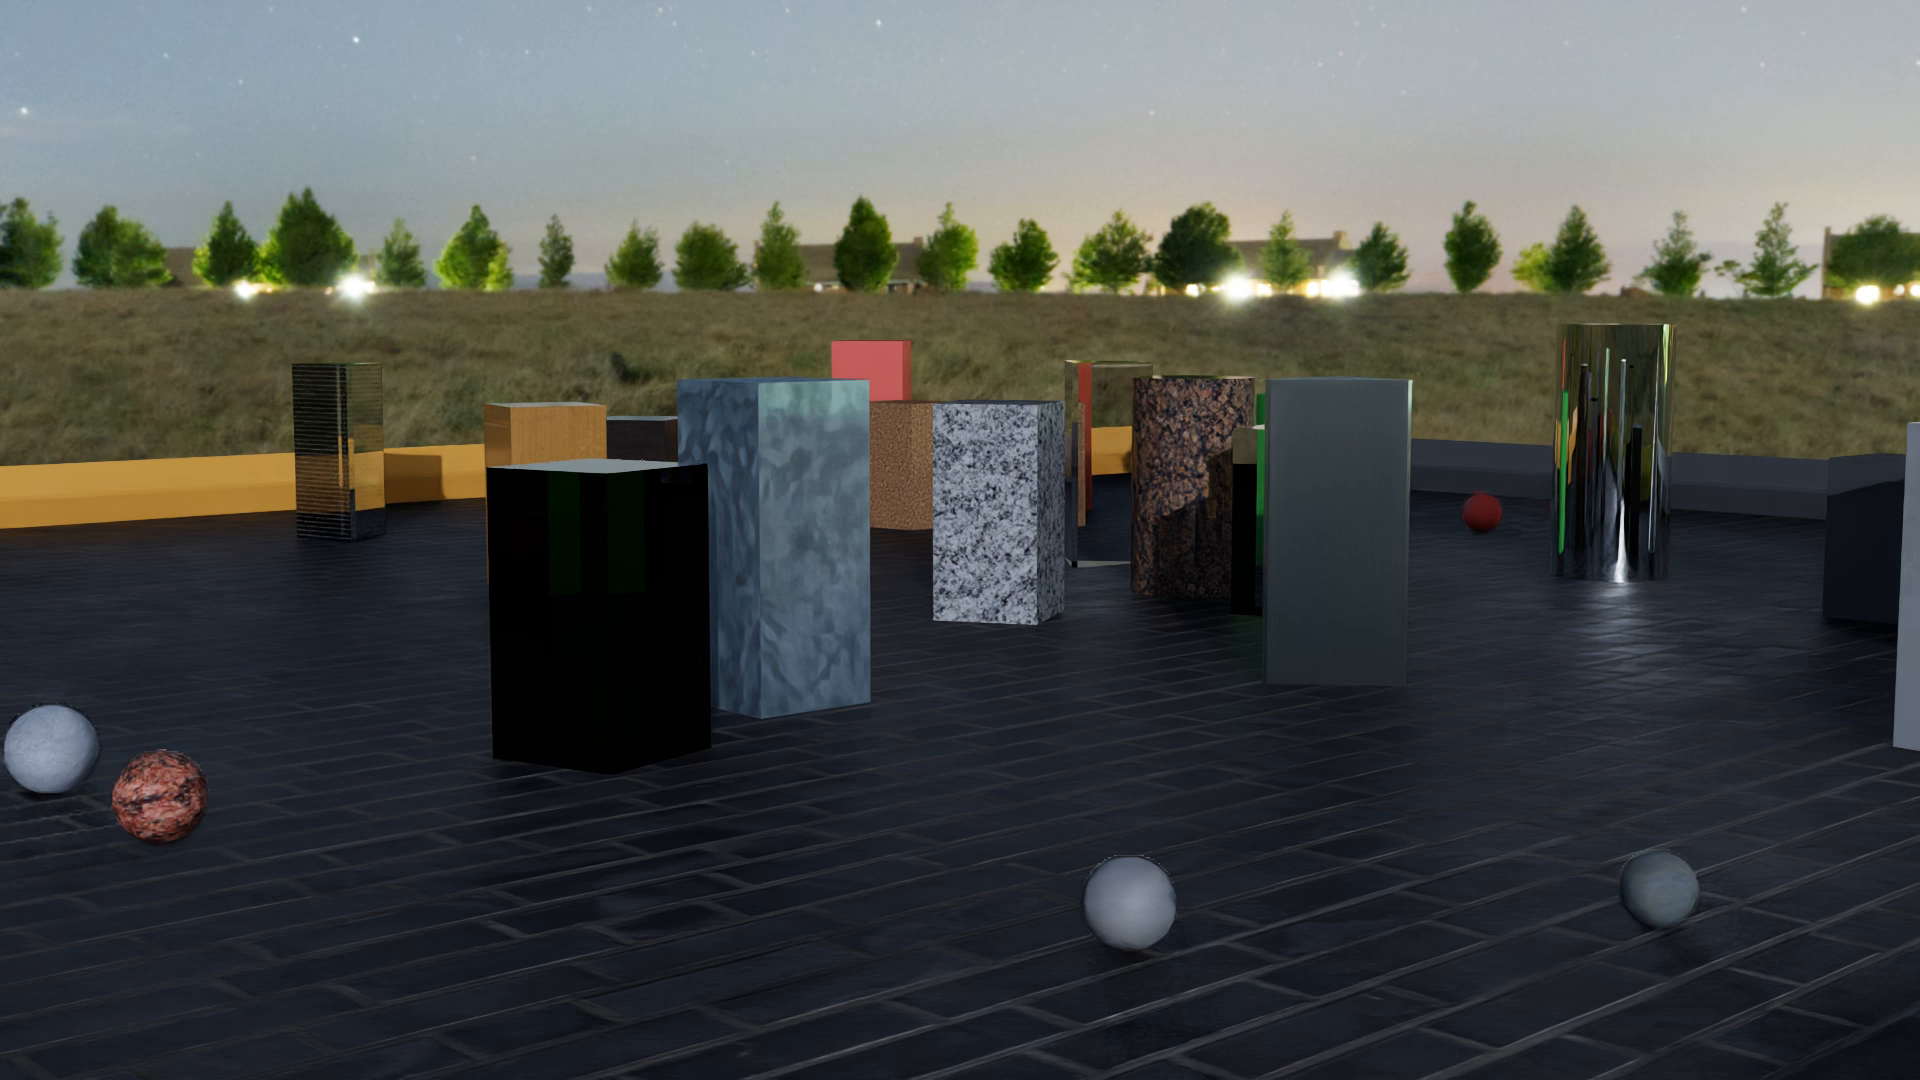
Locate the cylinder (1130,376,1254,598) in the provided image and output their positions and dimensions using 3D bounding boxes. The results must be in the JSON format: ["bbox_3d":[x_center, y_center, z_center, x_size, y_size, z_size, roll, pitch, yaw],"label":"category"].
[{"bbox_3d":[0.367,-0.088,3.472,0.192,0.338,0.192,0,6,0],"label":"cylinder"}]

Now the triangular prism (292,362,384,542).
[{"bbox_3d":[-1.182,-0.174,4.282,0.166,0.339,0.144,4,7,35],"label":"triangular prism"}]

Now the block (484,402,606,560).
[{"bbox_3d":[-0.663,-0.071,3.520,0.154,0.292,0.154,-3,7,-27],"label":"block"}]

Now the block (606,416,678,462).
[{"bbox_3d":[-0.599,-0.108,4.124,0.154,0.241,0.154,1,6,12],"label":"block"}]

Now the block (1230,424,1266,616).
[{"bbox_3d":[0.501,-0.030,3.234,0.154,0.271,0.154,3,7,28],"label":"block"}]

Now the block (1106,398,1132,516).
[{"bbox_3d":[0.422,-0.182,4.795,0.154,0.248,0.154,-2,6,-22],"label":"block"}]

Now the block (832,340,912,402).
[{"bbox_3d":[-0.192,-0.248,4.810,0.154,0.375,0.154,1,6,6],"label":"block"}]

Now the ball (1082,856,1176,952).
[{"bbox_3d":[0.118,0.253,1.530,0.065,0.065,0.065,0,6,0],"label":"ball"}]

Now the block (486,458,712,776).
[{"bbox_3d":[-0.359,0.070,2.196,0.154,0.290,0.154,4,7,32],"label":"block"}]

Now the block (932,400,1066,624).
[{"bbox_3d":[0.058,-0.044,3.186,0.154,0.310,0.154,2,6,17],"label":"block"}]

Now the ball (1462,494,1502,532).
[{"bbox_3d":[1.043,-0.054,4.390,0.078,0.078,0.078,0,6,0],"label":"ball"}]

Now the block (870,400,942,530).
[{"bbox_3d":[-0.103,-0.157,4.521,0.154,0.254,0.154,5,8,42],"label":"block"}]

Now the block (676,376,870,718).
[{"bbox_3d":[-0.210,0.002,2.483,0.154,0.365,0.154,-5,8,-41],"label":"block"}]

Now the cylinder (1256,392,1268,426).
[{"bbox_3d":[0.624,-0.113,3.924,0.192,0.293,0.192,0,6,0],"label":"cylinder"}]

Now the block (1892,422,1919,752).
[{"bbox_3d":[1.059,0.048,2.210,0.154,0.330,0.154,-4,7,-36],"label":"block"}]

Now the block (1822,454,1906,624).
[{"bbox_3d":[1.361,-0.003,3.175,0.154,0.231,0.154,-5,8,-41],"label":"block"}]

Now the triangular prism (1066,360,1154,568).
[{"bbox_3d":[0.229,-0.139,3.881,0.166,0.353,0.144,-4,7,-32],"label":"triangular prism"}]

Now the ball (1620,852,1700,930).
[{"bbox_3d":[0.504,0.252,1.584,0.055,0.055,0.055,0,6,0],"label":"ball"}]

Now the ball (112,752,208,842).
[{"bbox_3d":[-0.669,0.215,1.840,0.075,0.075,0.075,0,6,0],"label":"ball"}]

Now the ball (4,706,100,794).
[{"bbox_3d":[-0.836,0.193,2.023,0.082,0.082,0.082,0,6,0],"label":"ball"}]

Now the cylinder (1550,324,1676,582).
[{"bbox_3d":[1.088,-0.150,3.669,0.192,0.419,0.192,0,6,0],"label":"cylinder"}]

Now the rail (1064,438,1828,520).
[{"bbox_3d":[1.633,-0.125,4.831,0.045,0.125,4.300,-6,8,-42],"label":"rail"}]

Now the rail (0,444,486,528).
[{"bbox_3d":[-1.442,-0.131,4.886,4.491,0.125,0.045,-6,8,-42],"label":"rail"}]

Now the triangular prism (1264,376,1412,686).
[{"bbox_3d":[0.453,-0.016,2.667,0.166,0.361,0.144,1,6,7],"label":"triangular prism"}]
